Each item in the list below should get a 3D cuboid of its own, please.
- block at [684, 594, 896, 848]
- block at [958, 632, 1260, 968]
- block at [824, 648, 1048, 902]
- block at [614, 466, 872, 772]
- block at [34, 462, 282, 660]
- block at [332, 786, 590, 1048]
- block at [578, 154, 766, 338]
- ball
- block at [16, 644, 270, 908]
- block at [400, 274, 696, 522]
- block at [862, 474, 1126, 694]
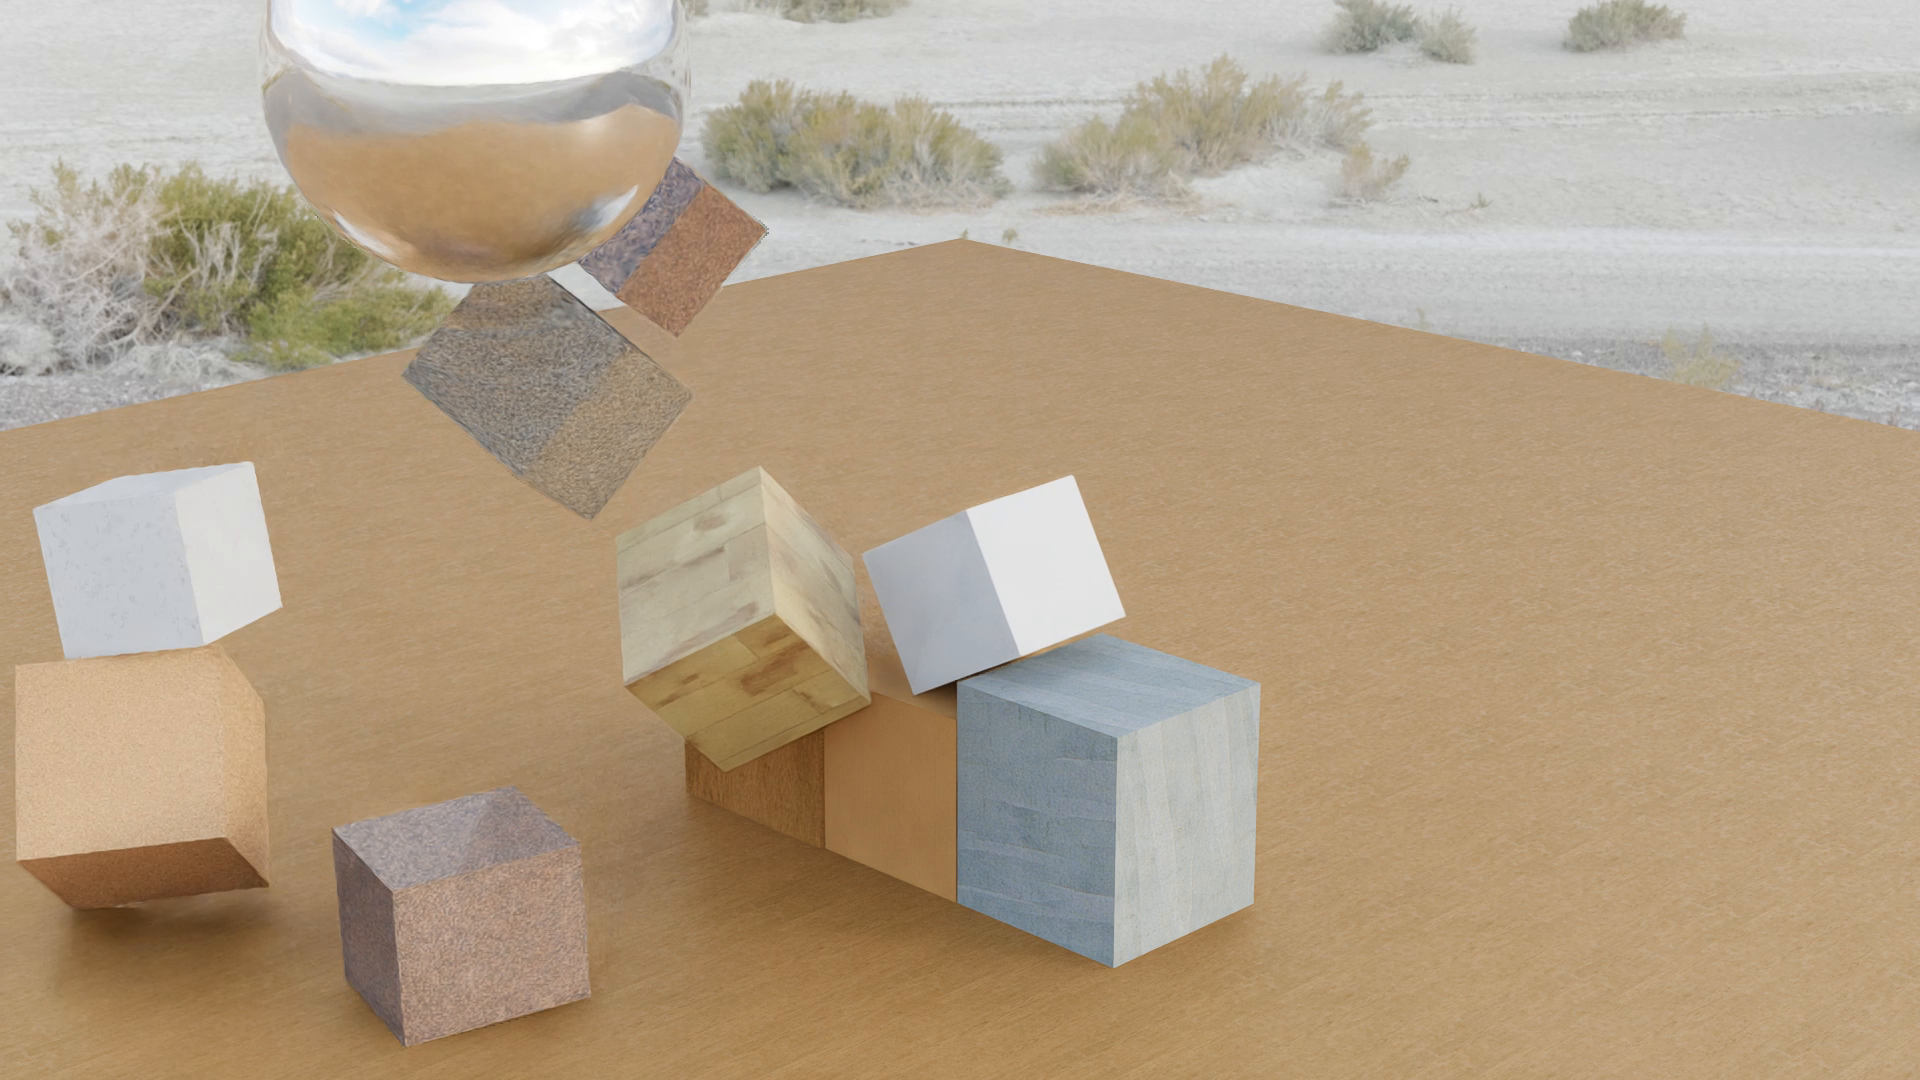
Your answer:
[{"bbox_3d":[-0.660,0.834,14.270,0.959,0.852,0.980,-17,24,-42],"label":"block"},{"bbox_3d":[0.653,1.128,13.000,0.935,1.053,0.944,-17,24,-42],"label":"block"},{"bbox_3d":[0.016,1.018,13.651,0.862,0.873,0.966,17,24,42],"label":"block"},{"bbox_3d":[-0.993,0.364,13.351,0.794,0.801,0.882,-26,46,18],"label":"block"},{"bbox_3d":[-3.497,0.083,12.825,0.681,0.669,0.696,-6,11,17],"label":"block"},{"bbox_3d":[-2.076,1.550,12.202,0.811,0.695,0.718,-12,22,-28],"label":"block"},{"bbox_3d":[-1.514,-1.533,14.233,0.666,0.689,0.664,41,4,25],"label":"block"},{"bbox_3d":[-1.798,-1.755,10.906,1.600,1.600,1.600,0,17,0],"label":"ball"},{"bbox_3d":[-3.578,1.046,12.876,0.877,0.868,0.846,-6,-21,-2],"label":"block"},{"bbox_3d":[-1.949,-0.737,13.953,0.838,0.794,0.812,39,0,23],"label":"block"},{"bbox_3d":[0.151,0.203,13.223,0.725,0.681,0.718,-18,-3,-45],"label":"block"}]
